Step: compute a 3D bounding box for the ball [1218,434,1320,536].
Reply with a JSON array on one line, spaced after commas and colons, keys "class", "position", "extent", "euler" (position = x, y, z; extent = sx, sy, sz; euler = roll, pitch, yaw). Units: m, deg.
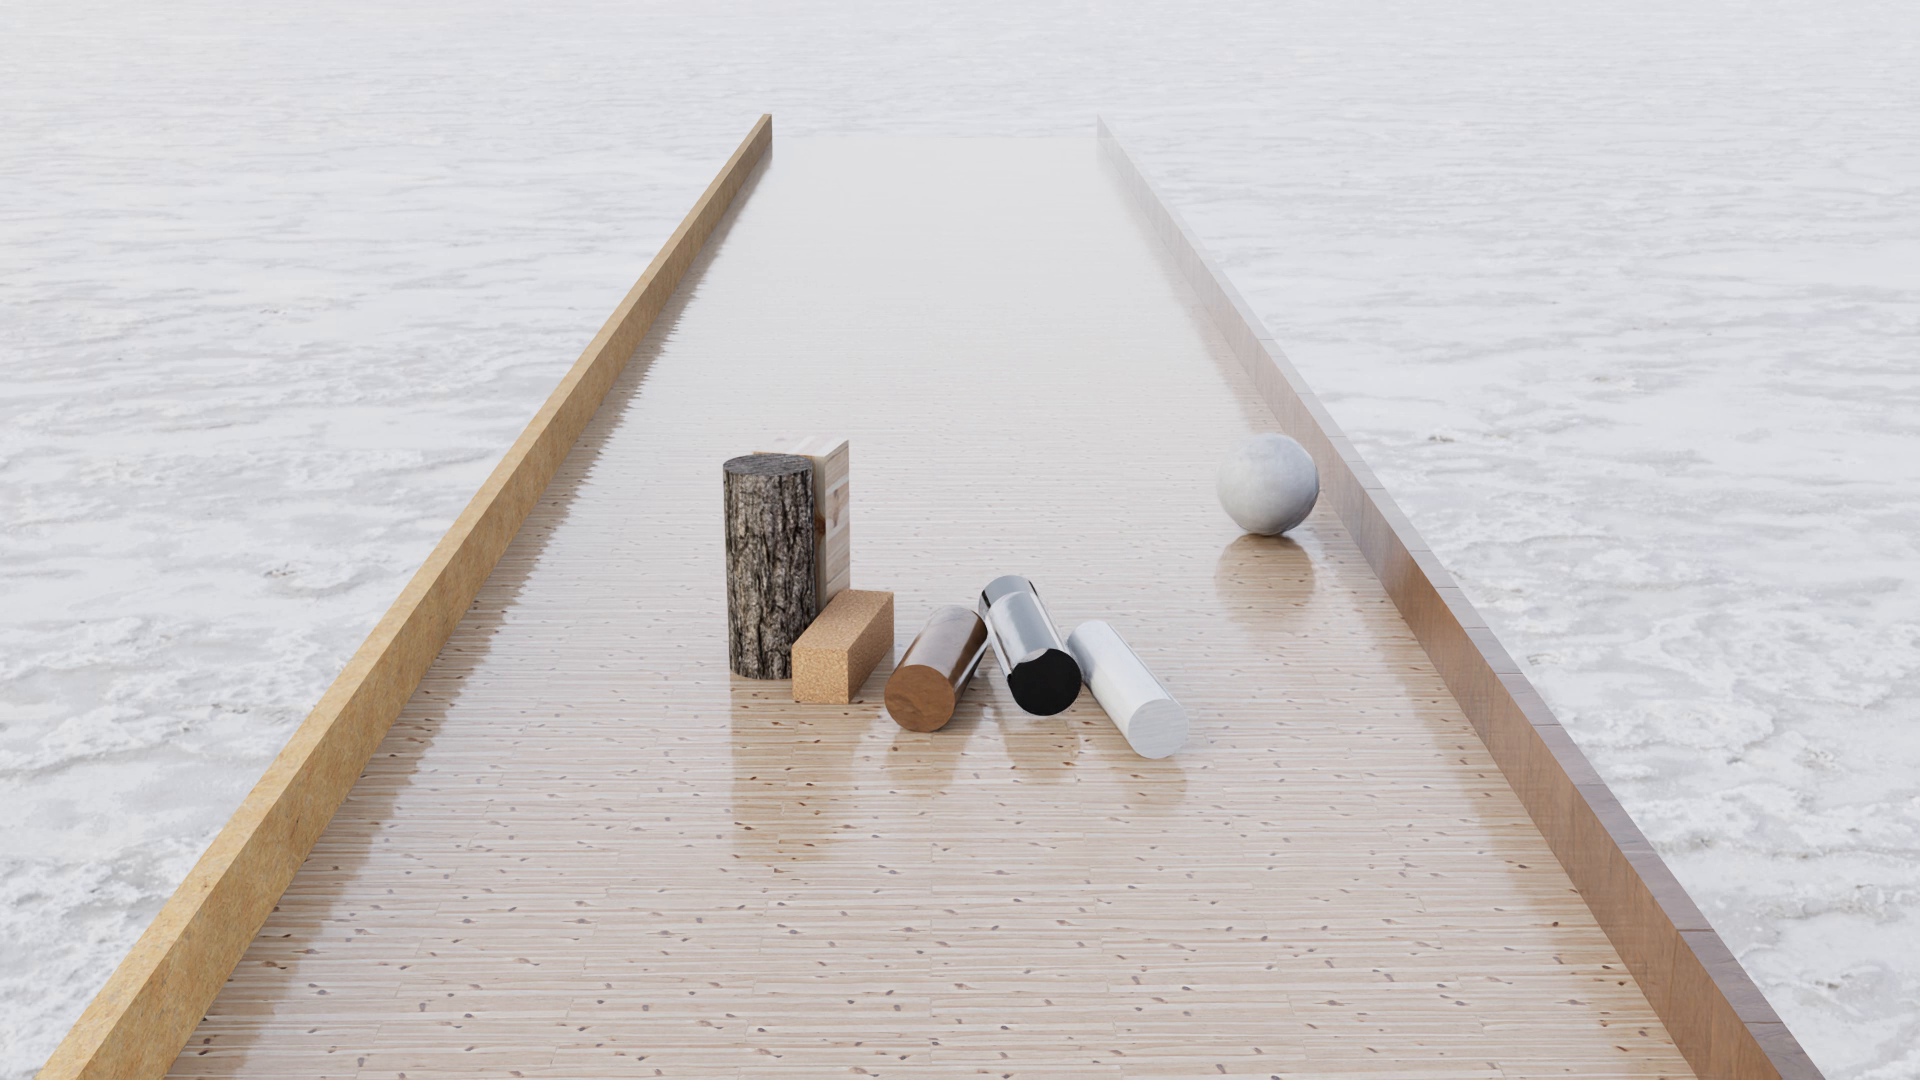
[{"class": "ball", "position": [0.736, -0.133, 5.249], "extent": [0.242, 0.242, 0.242], "euler": [0, 17, 0]}]

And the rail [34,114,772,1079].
[{"class": "rail", "position": [-1.118, -0.838, 7.780], "extent": [0.050, 0.150, 12.000], "euler": [0, 17, -1]}]

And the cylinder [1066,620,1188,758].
[{"class": "cylinder", "position": [0.307, 0.273, 4.108], "extent": [0.114, 0.114, 0.442], "euler": [-3, 17, -11]}]

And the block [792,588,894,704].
[{"class": "block", "position": [-0.227, 0.206, 4.341], "extent": [0.109, 0.109, 0.365], "euler": [4, 17, 12]}]

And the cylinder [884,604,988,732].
[{"class": "cylinder", "position": [-0.041, 0.240, 4.186], "extent": [0.133, 0.133, 0.353], "euler": [3, 17, 10]}]

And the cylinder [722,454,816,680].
[{"class": "cylinder", "position": [-0.373, 0.051, 4.331], "extent": [0.175, 0.412, 0.175], "euler": [0, 16, 0]}]

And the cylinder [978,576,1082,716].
[{"class": "cylinder", "position": [0.132, 0.201, 4.317], "extent": [0.135, 0.135, 0.456], "euler": [-2, 17, -7]}]

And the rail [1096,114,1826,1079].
[{"class": "rail", "position": [0.932, -0.844, 7.801], "extent": [0.050, 0.150, 12.000], "euler": [0, 17, -1]}]

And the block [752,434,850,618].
[{"class": "block", "position": [-0.320, 0.006, 4.481], "extent": [0.151, 0.413, 0.151], "euler": [5, 17, 15]}]
